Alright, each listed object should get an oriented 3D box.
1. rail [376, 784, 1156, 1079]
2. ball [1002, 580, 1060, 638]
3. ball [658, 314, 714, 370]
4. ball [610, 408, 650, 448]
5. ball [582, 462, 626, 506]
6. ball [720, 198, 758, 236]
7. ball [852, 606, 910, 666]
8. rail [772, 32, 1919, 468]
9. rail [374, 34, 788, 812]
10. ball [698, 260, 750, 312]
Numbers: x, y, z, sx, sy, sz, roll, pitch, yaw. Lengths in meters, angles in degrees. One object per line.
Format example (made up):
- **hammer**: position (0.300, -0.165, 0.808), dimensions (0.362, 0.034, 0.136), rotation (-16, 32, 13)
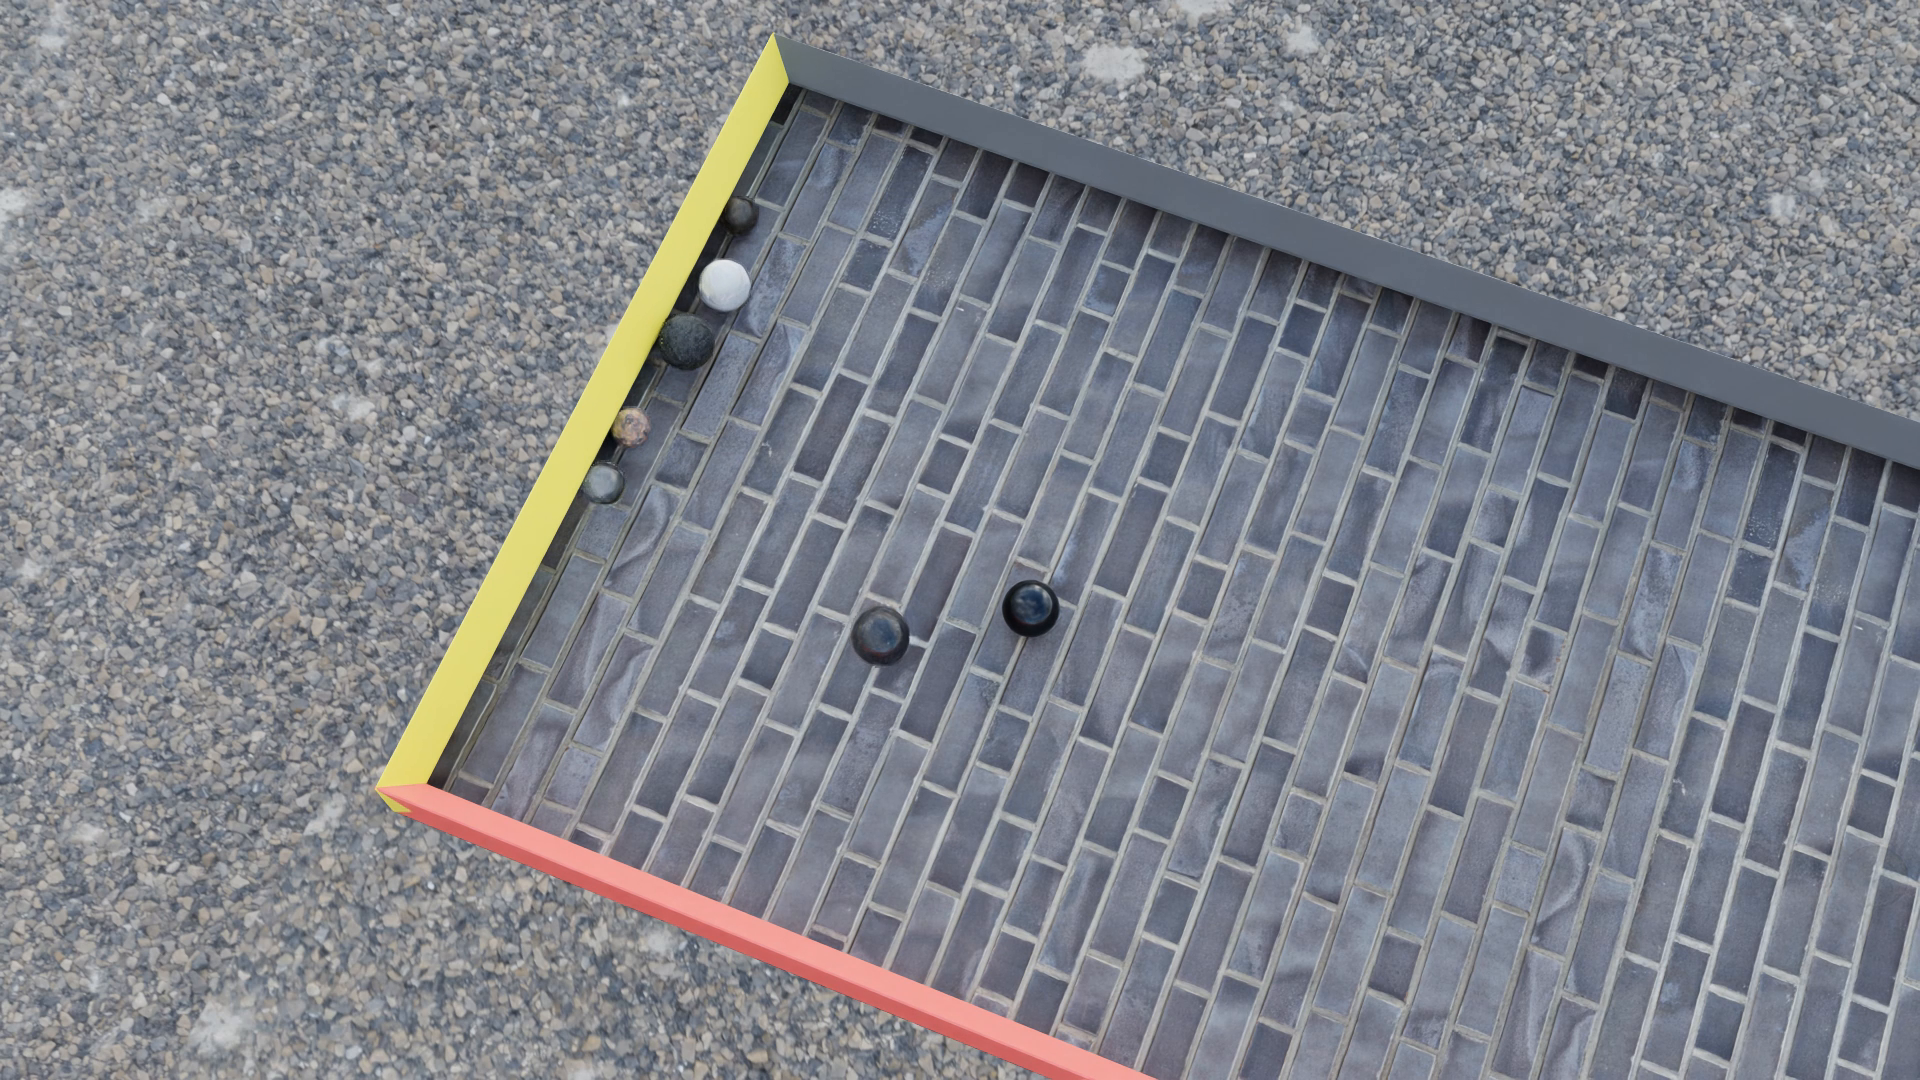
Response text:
- **rail**: position (0.332, 0.815, 3.139), dimensions (2.573, 0.120, 0.045), rotation (20, 68, 8)
- **ball**: position (0.112, 0.108, 3.457), dimensions (0.091, 0.091, 0.091), rotation (0, 67, 0)
- **ball**: position (-0.454, -0.327, 3.642), dimensions (0.092, 0.092, 0.092), rotation (0, 67, 0)
- **ball**: position (-0.539, -0.183, 3.595), dimensions (0.065, 0.065, 0.065), rotation (0, 67, 0)
- **ball**: position (-0.576, -0.091, 3.554), dimensions (0.069, 0.069, 0.069), rotation (0, 67, 0)
- **ball**: position (-0.377, -0.553, 3.753), dimensions (0.064, 0.064, 0.064), rotation (0, 67, 0)
- **ball**: position (-0.124, 0.150, 3.438), dimensions (0.093, 0.093, 0.093), rotation (0, 67, 0)
- **rail**: position (0.861, -0.390, 3.652), dimensions (2.573, 0.120, 0.045), rotation (20, 68, 8)
- **rail**: position (-0.575, -0.222, 3.580), dimensions (0.045, 0.120, 1.460), rotation (20, 68, 8)
- **ball**: position (-0.395, -0.427, 3.686), dimensions (0.087, 0.087, 0.087), rotation (0, 67, 0)
